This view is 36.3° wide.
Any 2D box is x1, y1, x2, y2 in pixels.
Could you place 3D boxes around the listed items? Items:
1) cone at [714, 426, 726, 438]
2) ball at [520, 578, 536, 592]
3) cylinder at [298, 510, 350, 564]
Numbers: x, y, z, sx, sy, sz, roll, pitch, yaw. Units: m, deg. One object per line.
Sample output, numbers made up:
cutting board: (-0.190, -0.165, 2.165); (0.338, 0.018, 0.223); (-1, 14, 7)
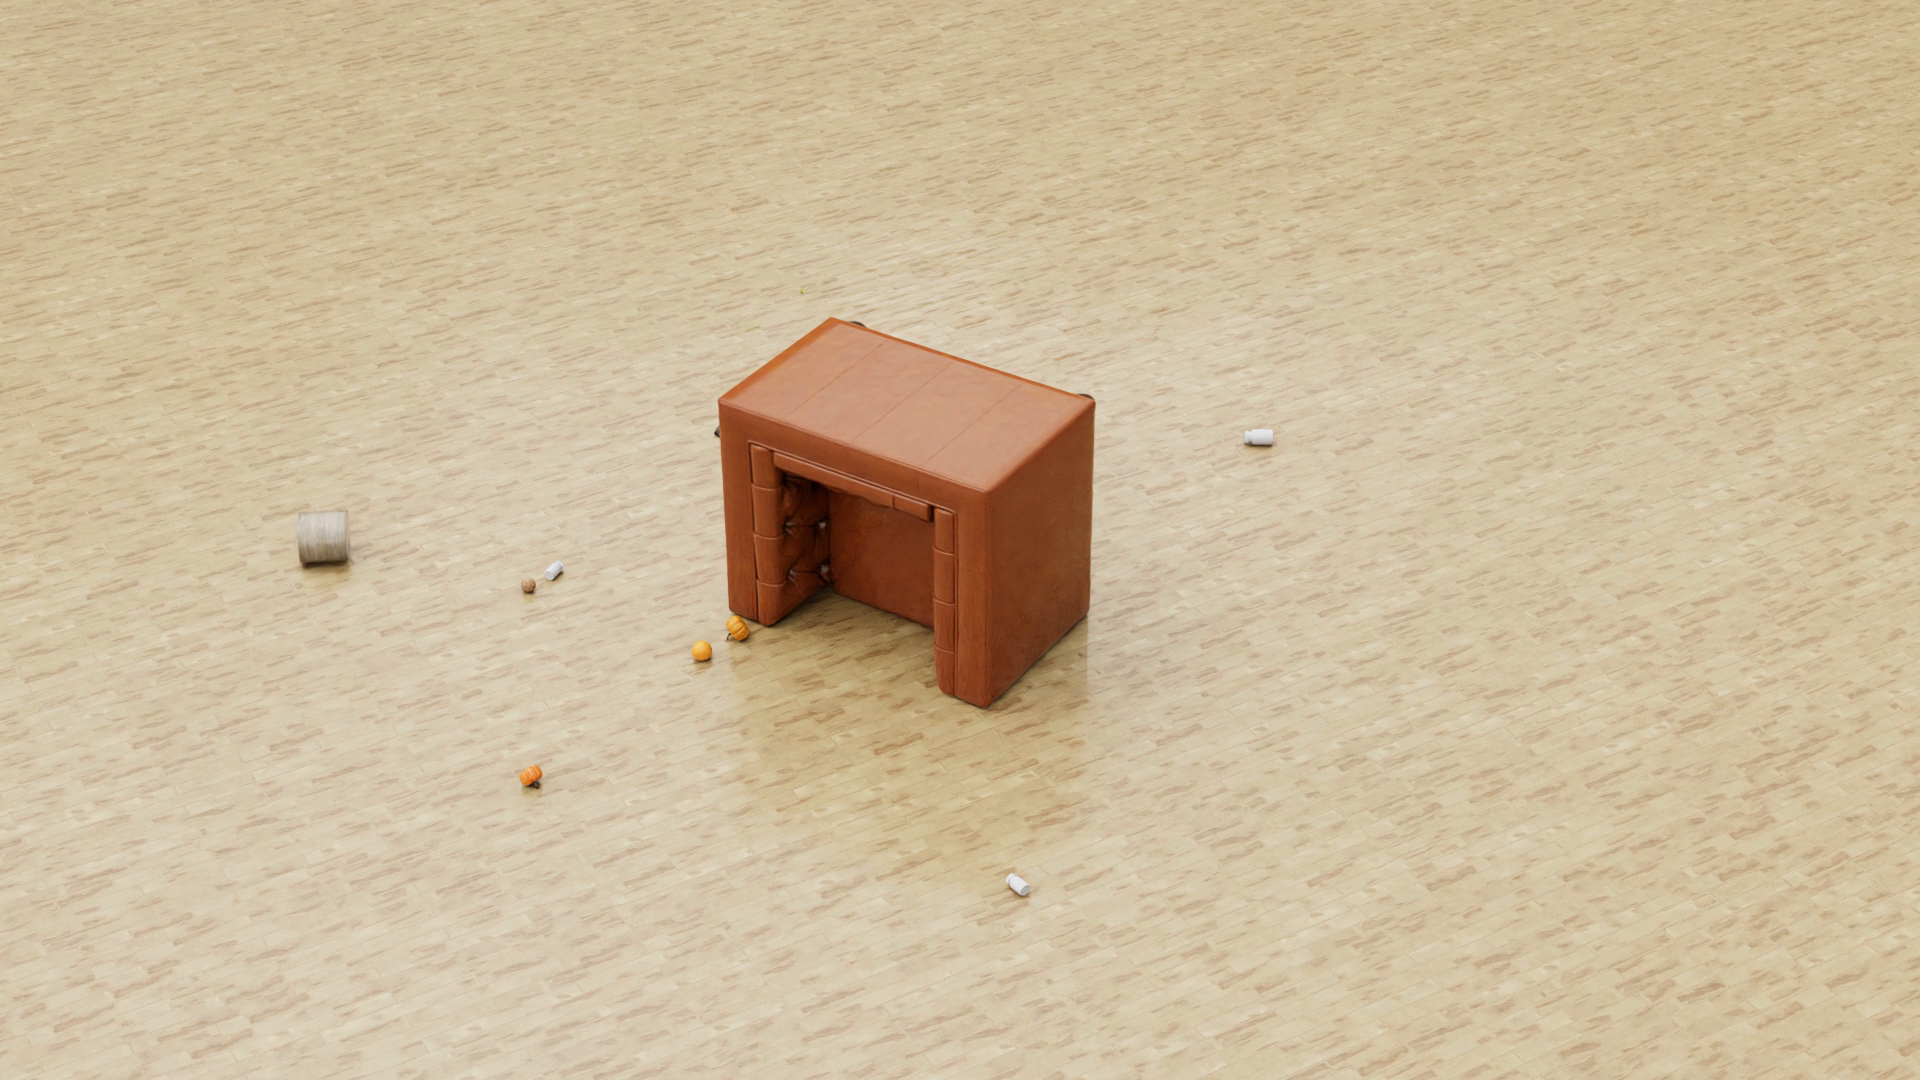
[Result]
cone: (-0.940, -0.417, 11.558); (0.049, 0.049, 0.034); (44, 44, 12)
ball: (-1.567, 0.163, 10.647); (0.054, 0.054, 0.054); (0, 33, 0)
cylinder: (-2.346, -0.012, 10.817); (0.172, 0.158, 0.214); (-4, 46, -6)
